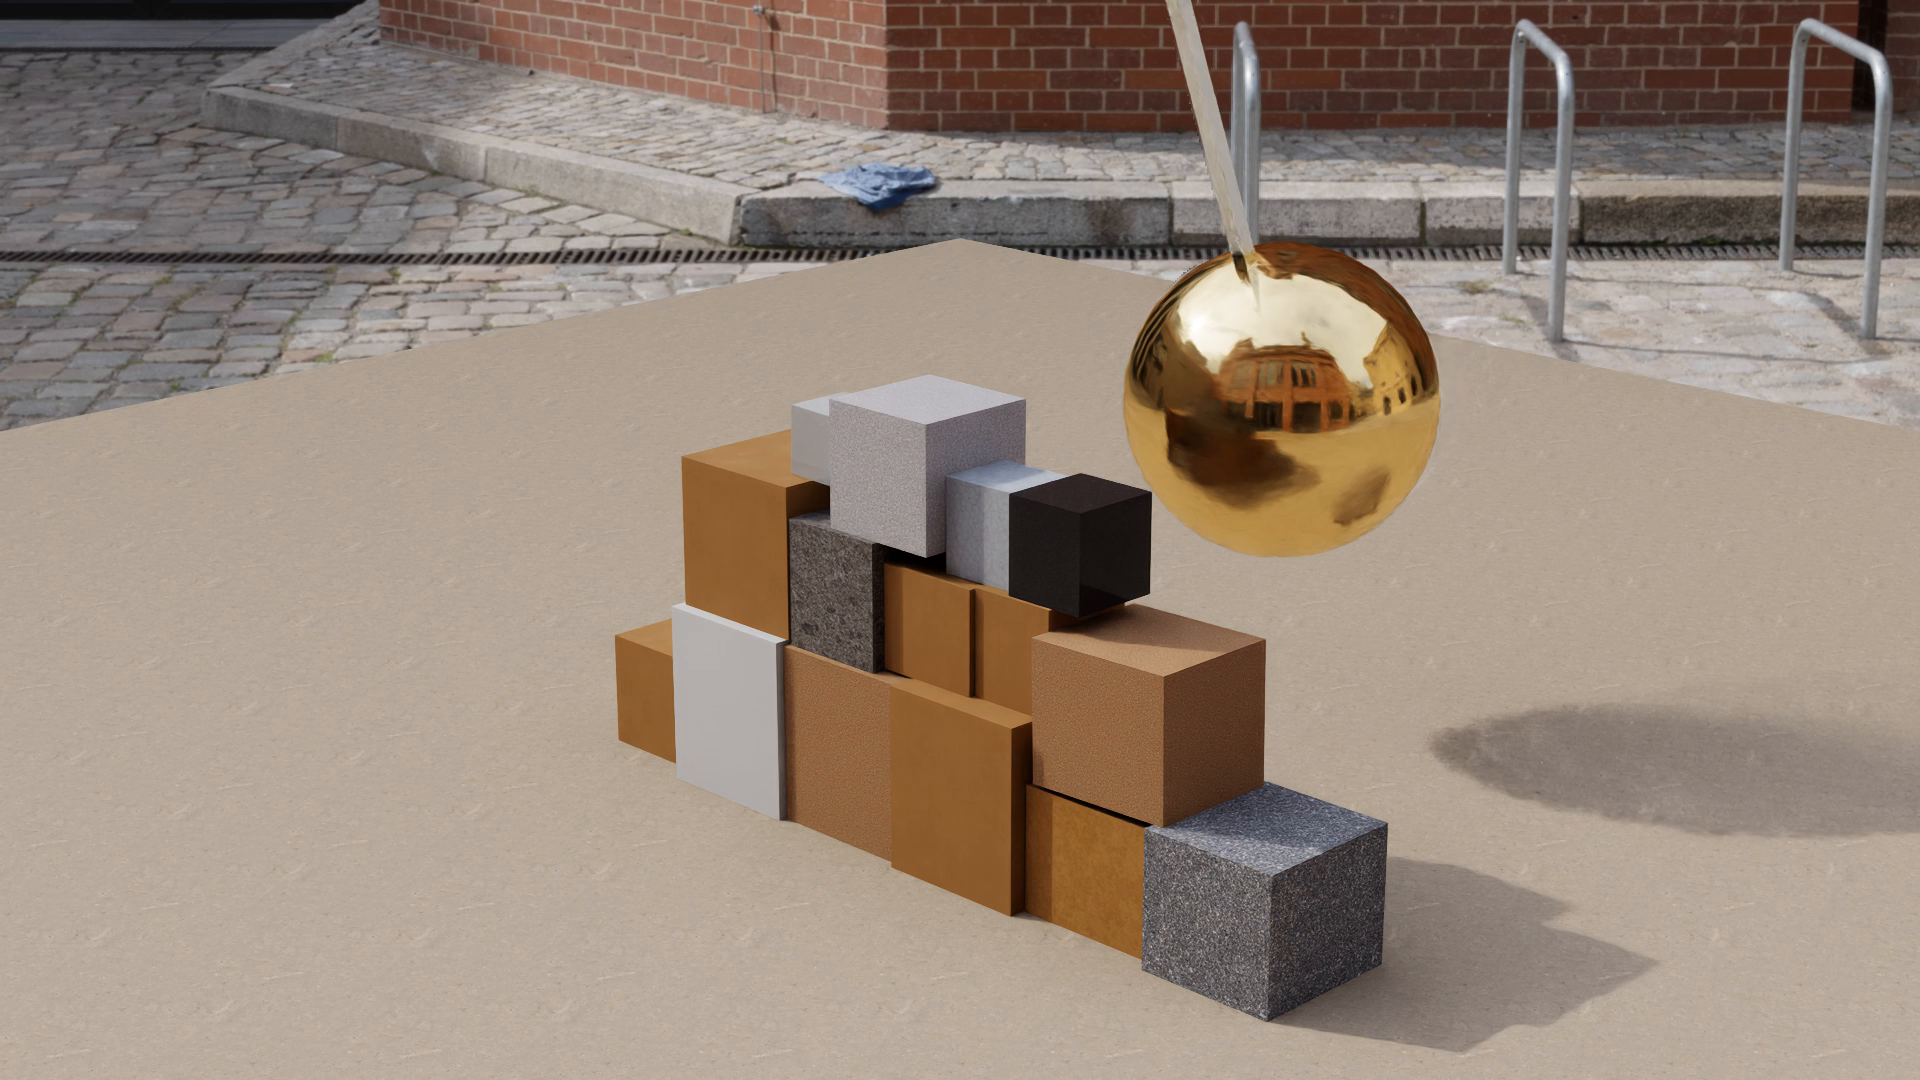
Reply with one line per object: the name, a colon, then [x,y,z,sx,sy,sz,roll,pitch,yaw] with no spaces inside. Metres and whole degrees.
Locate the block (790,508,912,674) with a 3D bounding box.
block: [-0.369,0.189,13.768,0.644,0.626,0.562,-17,24,-42]

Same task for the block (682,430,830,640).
block: [-0.826,-0.039,14.207,0.704,0.753,0.754,-17,24,-42]

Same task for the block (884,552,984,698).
block: [0.035,0.350,13.405,0.531,0.508,0.549,-17,24,-42]

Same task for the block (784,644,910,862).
block: [-0.295,0.921,13.950,0.756,0.879,0.760,-17,24,-42]

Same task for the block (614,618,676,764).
block: [-1.336,0.757,14.981,0.587,0.572,0.598,-17,24,-42]

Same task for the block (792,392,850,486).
block: [-0.531,-0.462,13.742,0.340,0.337,0.398,-17,26,-42]

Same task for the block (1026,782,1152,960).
block: [0.794,1.374,12.954,0.676,0.610,0.750,-17,24,-42]

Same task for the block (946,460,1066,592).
block: [0.217,-0.066,13.103,0.377,0.454,0.419,-17,23,-42]

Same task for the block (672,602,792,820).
block: [-0.846,0.747,14.465,0.825,0.901,0.767,-17,24,-42]

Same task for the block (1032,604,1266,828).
block: [0.815,0.745,12.698,0.664,0.672,0.755,-17,23,-42]

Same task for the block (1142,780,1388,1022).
block: [1.290,1.514,12.436,0.771,0.654,0.689,-17,24,-42]

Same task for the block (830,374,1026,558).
block: [-0.148,-0.349,13.411,0.638,0.615,0.627,-17,24,-42]

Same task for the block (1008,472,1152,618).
block: [0.525,0.018,12.810,0.460,0.468,0.421,-17,24,-42]

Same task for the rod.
rod: [0.703,-3.425,13.002,0.080,5.200,0.080,17,46,42]

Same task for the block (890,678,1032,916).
block: [0.245,1.079,13.421,0.823,0.893,0.764,-17,24,-42]

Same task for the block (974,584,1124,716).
block: [0.400,0.451,13.073,0.496,0.515,0.446,-17,24,-42]

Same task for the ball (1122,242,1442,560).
ball: [1.623,-0.704,14.821,1.600,1.600,1.600,0,17,0]
